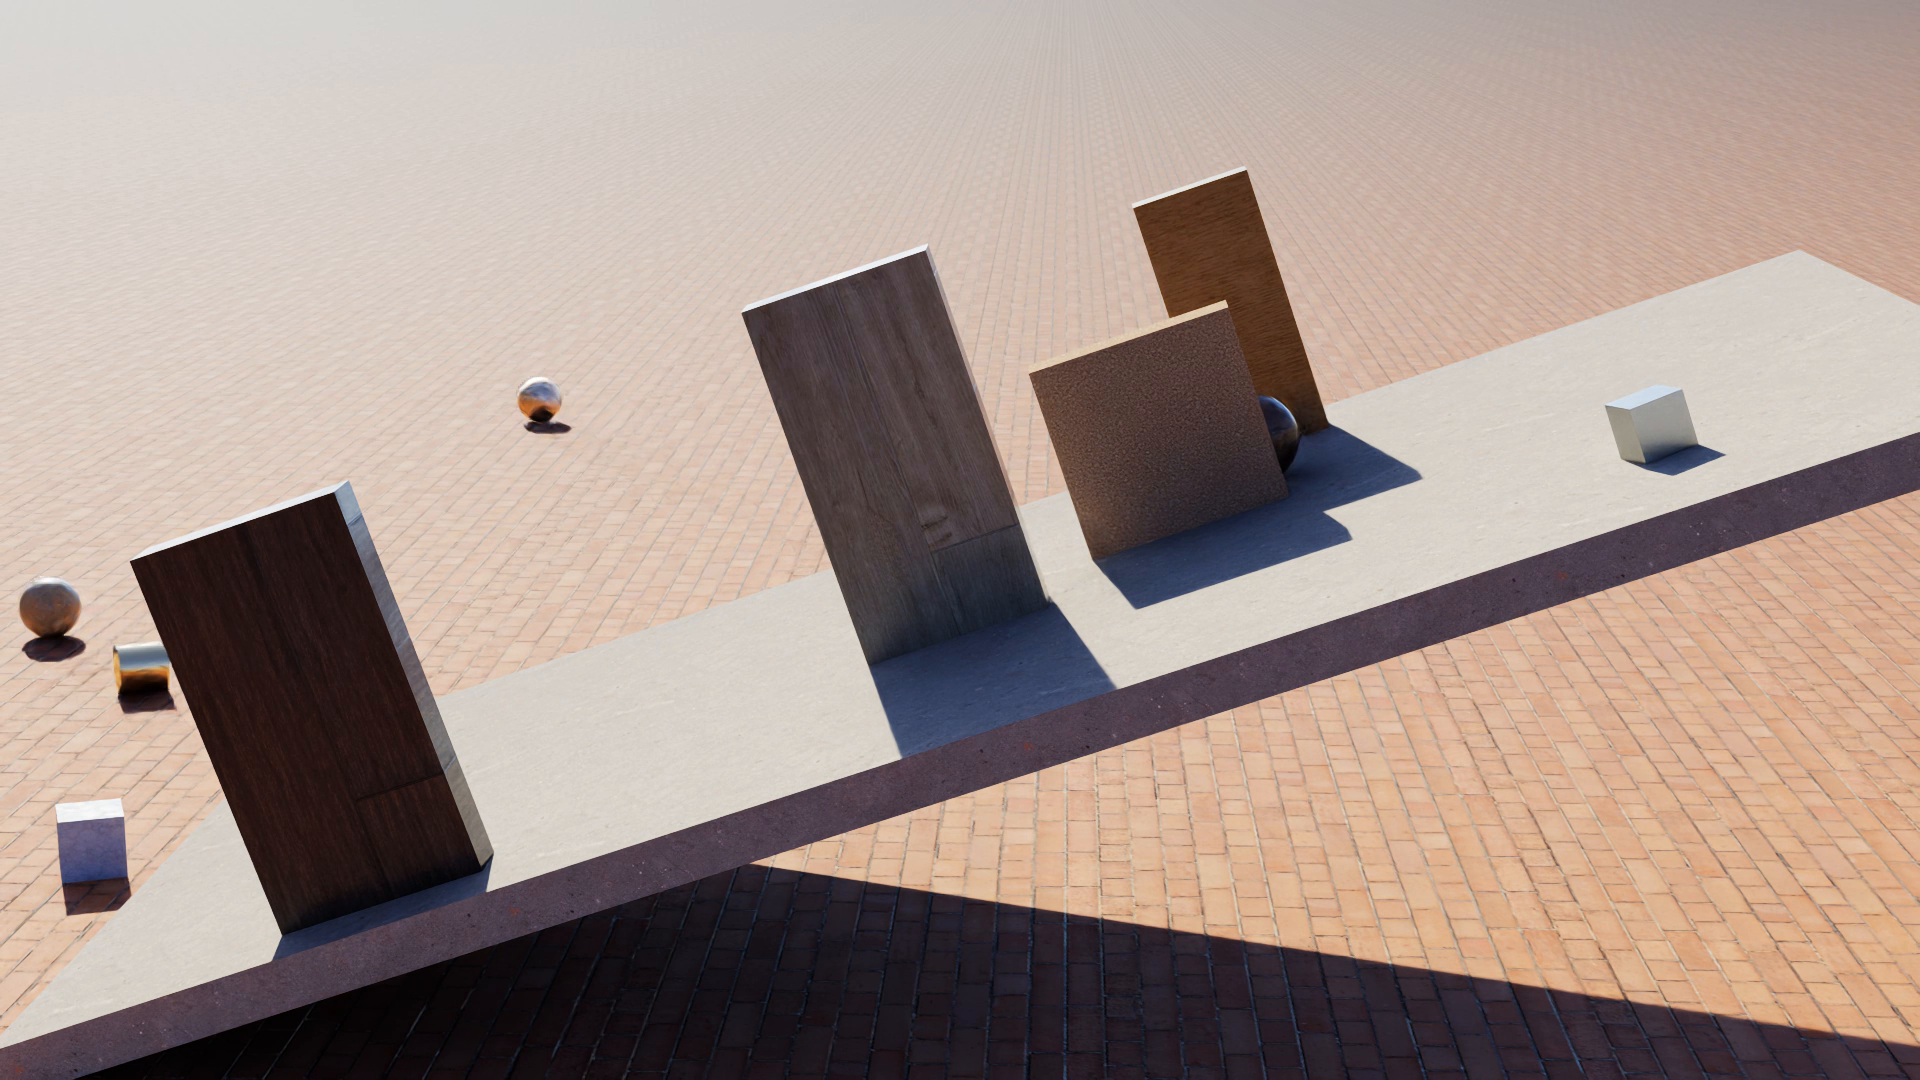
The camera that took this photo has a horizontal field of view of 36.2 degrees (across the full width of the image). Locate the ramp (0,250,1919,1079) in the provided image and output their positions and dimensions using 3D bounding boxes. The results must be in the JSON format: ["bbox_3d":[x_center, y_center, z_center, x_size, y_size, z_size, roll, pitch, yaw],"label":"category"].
[{"bbox_3d":[0.108,0.180,6.304,4.000,0.100,2.000,-18,11,6],"label":"ramp"}]

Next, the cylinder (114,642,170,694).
[{"bbox_3d":[-2.346,0.365,8.431,0.138,0.138,0.138,-5,13,-23],"label":"cylinder"}]

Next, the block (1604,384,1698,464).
[{"bbox_3d":[1.321,-0.221,5.619,0.112,0.112,0.112,-21,11,-9],"label":"block"}]

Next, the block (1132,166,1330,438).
[{"bbox_3d":[0.637,-0.527,6.914,0.277,0.638,0.094,-18,11,6],"label":"block"}]

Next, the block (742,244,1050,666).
[{"bbox_3d":[-0.129,-0.174,6.106,0.399,0.784,0.114,-18,11,6],"label":"block"}]

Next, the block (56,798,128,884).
[{"bbox_3d":[-2.023,0.700,6.852,0.147,0.147,0.147,-4,13,-18],"label":"block"}]

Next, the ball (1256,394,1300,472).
[{"bbox_3d":[0.657,-0.227,6.563,0.200,0.200,0.200,0,12,0],"label":"ball"}]

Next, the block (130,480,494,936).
[{"bbox_3d":[-1.224,0.321,5.583,0.412,0.773,0.116,-18,11,6],"label":"block"}]

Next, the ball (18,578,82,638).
[{"bbox_3d":[-2.799,0.208,9.048,0.185,0.185,0.185,0,12,0],"label":"ball"}]

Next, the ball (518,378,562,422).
[{"bbox_3d":[-1.834,-0.613,12.841,0.195,0.195,0.195,0,12,0],"label":"ball"}]

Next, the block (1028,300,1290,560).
[{"bbox_3d":[0.432,-0.238,6.385,0.449,0.434,0.114,-18,11,6],"label":"block"}]
